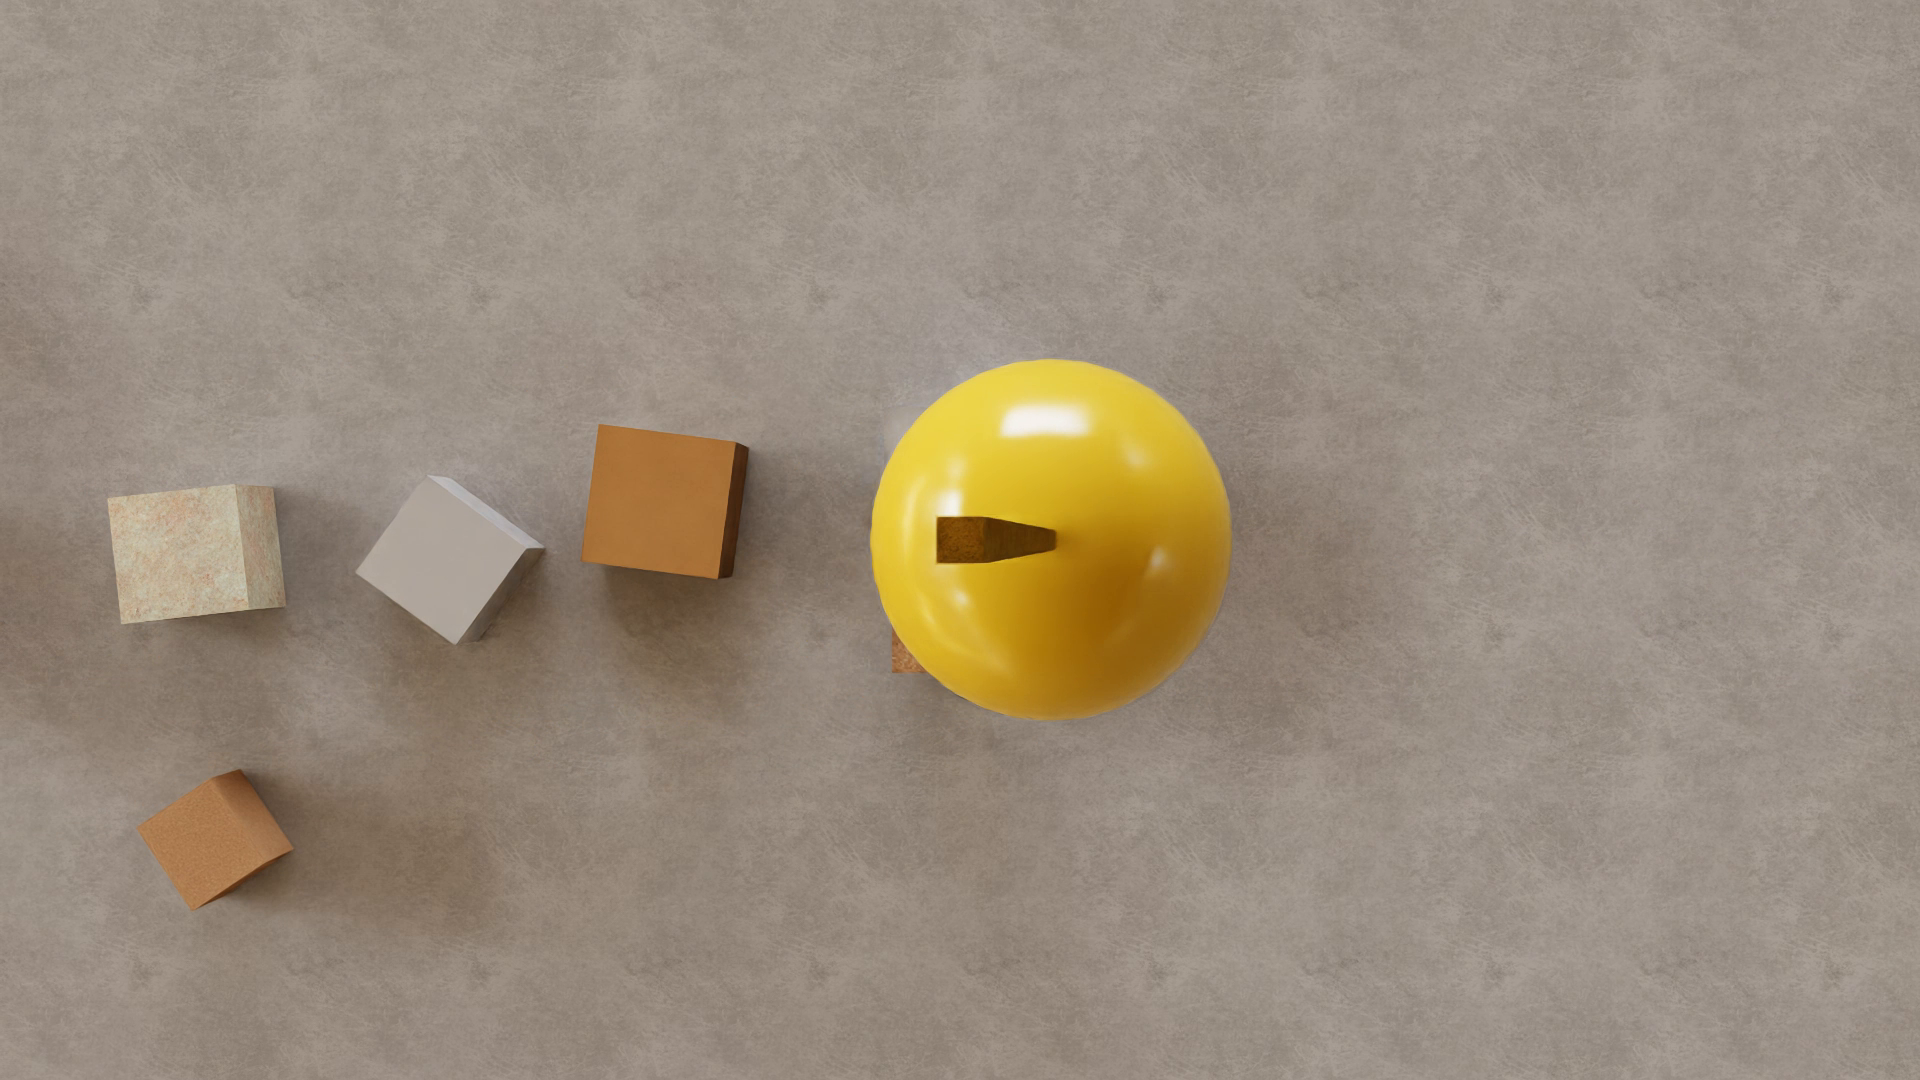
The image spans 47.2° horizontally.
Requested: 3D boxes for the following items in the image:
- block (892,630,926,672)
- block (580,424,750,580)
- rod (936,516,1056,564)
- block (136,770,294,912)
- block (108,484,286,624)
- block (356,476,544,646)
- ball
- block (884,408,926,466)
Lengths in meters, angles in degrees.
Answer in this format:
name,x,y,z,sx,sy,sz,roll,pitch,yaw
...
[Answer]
name,x,y,z,sx,sy,sz,roll,pitch,yaw
block,0.006,0.371,12.605,0.760,0.790,0.725,0,90,0
block,-1.676,-0.214,12.605,0.767,0.791,0.769,7,90,0
rod,0.174,0.000,6.297,0.080,5.200,0.080,0,90,4
block,-4.306,1.730,12.736,0.504,0.527,0.571,-34,90,0
block,-4.380,0.078,12.660,0.720,0.679,0.710,-6,90,0
block,-2.932,0.114,12.710,0.701,0.580,0.681,36,90,0
ball,0.401,0.000,9.689,1.600,1.600,1.600,0,90,0
block,0.010,-0.365,12.559,0.849,0.882,0.732,0,90,0
